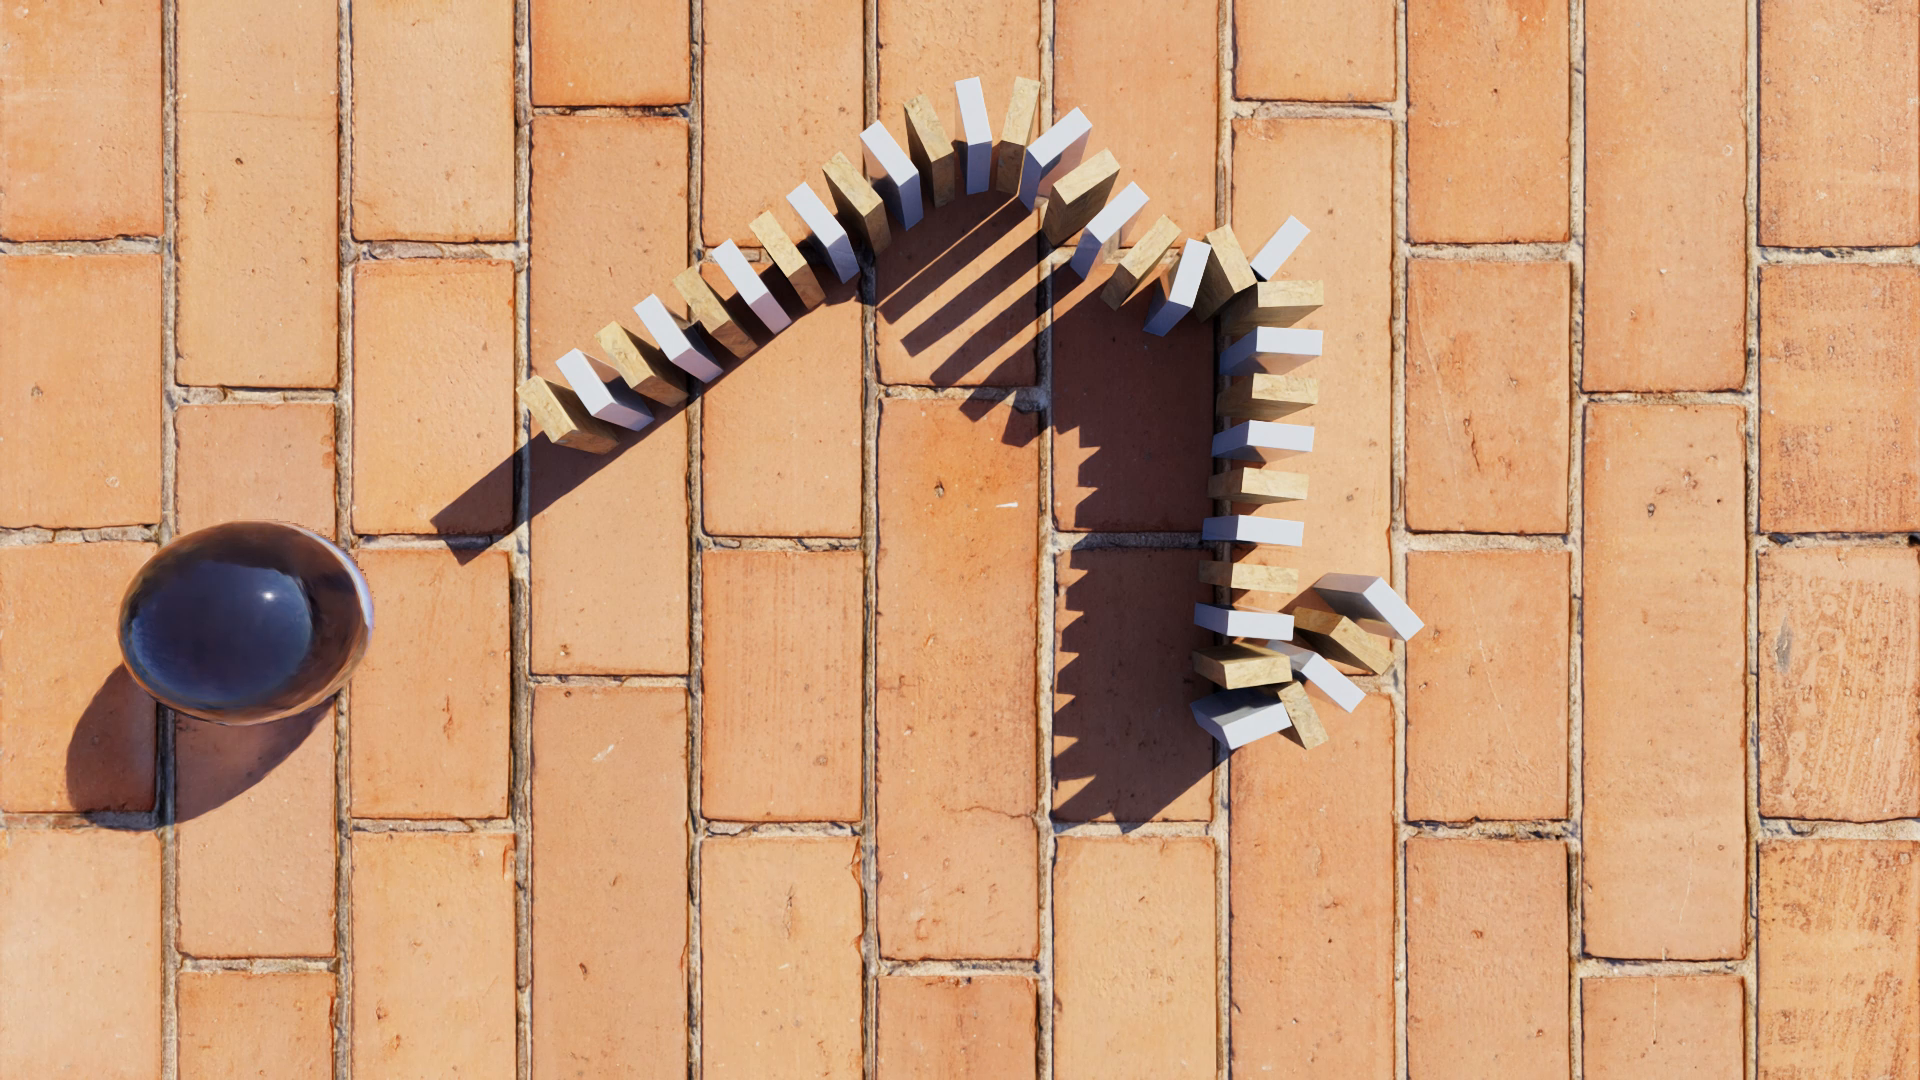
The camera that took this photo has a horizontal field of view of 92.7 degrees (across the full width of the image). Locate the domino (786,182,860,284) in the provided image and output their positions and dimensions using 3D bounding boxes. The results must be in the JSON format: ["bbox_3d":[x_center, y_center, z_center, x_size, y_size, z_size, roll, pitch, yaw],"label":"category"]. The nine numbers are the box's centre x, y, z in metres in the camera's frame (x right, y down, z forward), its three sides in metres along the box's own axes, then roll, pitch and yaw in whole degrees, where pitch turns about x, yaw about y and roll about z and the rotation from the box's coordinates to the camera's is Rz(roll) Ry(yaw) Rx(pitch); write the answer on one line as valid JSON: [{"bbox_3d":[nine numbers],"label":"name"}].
[{"bbox_3d":[-0.055,-0.124,0.375,0.009,0.050,0.025,-39,90,0],"label":"domino"}]

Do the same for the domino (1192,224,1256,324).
[{"bbox_3d":[0.104,-0.108,0.375,0.009,0.050,0.025,-26,90,0],"label":"domino"}]

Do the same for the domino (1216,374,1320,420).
[{"bbox_3d":[0.124,-0.058,0.375,0.025,0.050,0.009,5,90,0],"label":"domino"}]

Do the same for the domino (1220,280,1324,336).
[{"bbox_3d":[0.126,-0.094,0.375,0.025,0.050,0.010,-2,90,0],"label":"domino"}]

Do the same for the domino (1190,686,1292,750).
[{"bbox_3d":[0.113,0.071,0.375,0.025,0.050,0.009,-22,90,0],"label":"domino"}]

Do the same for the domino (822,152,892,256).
[{"bbox_3d":[-0.041,-0.136,0.375,0.010,0.050,0.025,-41,90,0],"label":"domino"}]

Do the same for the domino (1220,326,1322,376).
[{"bbox_3d":[0.126,-0.076,0.375,0.025,0.050,0.010,4,90,0],"label":"domino"}]

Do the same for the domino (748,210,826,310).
[{"bbox_3d":[-0.070,-0.113,0.375,0.009,0.050,0.025,-37,90,0],"label":"domino"}]

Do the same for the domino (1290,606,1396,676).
[{"bbox_3d":[0.154,0.040,0.375,0.025,0.050,0.010,38,90,0],"label":"domino"}]

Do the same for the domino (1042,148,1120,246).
[{"bbox_3d":[0.049,-0.139,0.375,0.025,0.050,0.010,-34,90,0],"label":"domino"}]

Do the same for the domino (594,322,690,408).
[{"bbox_3d":[-0.129,-0.071,0.375,0.009,0.050,0.025,-35,90,0],"label":"domino"}]

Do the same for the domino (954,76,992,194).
[{"bbox_3d":[0.005,-0.164,0.375,0.009,0.050,0.025,-12,90,0],"label":"domino"}]

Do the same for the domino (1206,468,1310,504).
[{"bbox_3d":[0.121,-0.022,0.375,0.025,0.050,0.010,6,90,0],"label":"domino"}]

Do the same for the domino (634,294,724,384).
[{"bbox_3d":[-0.114,-0.081,0.375,0.009,0.050,0.025,-35,90,0],"label":"domino"}]

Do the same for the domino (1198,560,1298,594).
[{"bbox_3d":[0.117,0.015,0.375,0.025,0.050,0.010,6,90,0],"label":"domino"}]

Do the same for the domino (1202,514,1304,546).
[{"bbox_3d":[0.118,-0.003,0.375,0.025,0.050,0.009,6,90,0],"label":"domino"}]

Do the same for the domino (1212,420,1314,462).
[{"bbox_3d":[0.123,-0.040,0.375,0.025,0.050,0.009,6,90,0],"label":"domino"}]

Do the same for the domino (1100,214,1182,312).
[{"bbox_3d":[0.073,-0.112,0.375,0.009,0.050,0.025,43,90,0],"label":"domino"}]

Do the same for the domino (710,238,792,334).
[{"bbox_3d":[-0.084,-0.102,0.375,0.009,0.050,0.025,-36,90,0],"label":"domino"}]

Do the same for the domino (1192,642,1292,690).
[{"bbox_3d":[0.114,0.051,0.375,0.025,0.050,0.010,-8,90,0],"label":"domino"}]

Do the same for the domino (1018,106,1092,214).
[{"bbox_3d":[0.038,-0.154,0.375,0.025,0.050,0.009,-40,90,0],"label":"domino"}]

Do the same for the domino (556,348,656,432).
[{"bbox_3d":[-0.144,-0.060,0.375,0.010,0.050,0.025,-35,90,0],"label":"domino"}]

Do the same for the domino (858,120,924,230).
[{"bbox_3d":[-0.027,-0.148,0.375,0.009,0.050,0.025,-38,90,0],"label":"domino"}]

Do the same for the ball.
[{"bbox_3d":[-0.277,0.032,0.360,0.080,0.080,0.080,0,90,0],"label":"ball"}]

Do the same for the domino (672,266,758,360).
[{"bbox_3d":[-0.099,-0.092,0.375,0.009,0.050,0.025,-36,90,0],"label":"domino"}]

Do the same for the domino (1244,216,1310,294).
[{"bbox_3d":[0.122,-0.112,0.375,0.009,0.050,0.025,40,90,0],"label":"domino"}]

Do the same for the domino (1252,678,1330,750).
[{"bbox_3d":[0.131,0.067,0.375,0.010,0.050,0.025,-27,90,0],"label":"domino"}]

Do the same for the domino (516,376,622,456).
[{"bbox_3d":[-0.159,-0.050,0.375,0.010,0.050,0.025,-35,90,0],"label":"domino"}]

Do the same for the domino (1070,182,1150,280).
[{"bbox_3d":[0.060,-0.125,0.375,0.025,0.050,0.010,-44,90,0],"label":"domino"}]

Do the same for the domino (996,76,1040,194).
[{"bbox_3d":[0.023,-0.164,0.375,0.009,0.050,0.025,14,90,0],"label":"domino"}]

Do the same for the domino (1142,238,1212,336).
[{"bbox_3d":[0.088,-0.102,0.375,0.010,0.050,0.025,17,90,0],"label":"domino"}]

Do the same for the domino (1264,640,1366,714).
[{"bbox_3d":[0.143,0.055,0.375,0.025,0.050,0.010,40,90,0],"label":"domino"}]

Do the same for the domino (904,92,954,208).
[{"bbox_3d":[-0.012,-0.158,0.375,0.009,0.050,0.025,-26,90,0],"label":"domino"}]

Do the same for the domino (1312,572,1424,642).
[{"bbox_3d":[0.166,0.026,0.375,0.009,0.050,0.025,-43,90,0],"label":"domino"}]

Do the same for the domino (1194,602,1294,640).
[{"bbox_3d":[0.115,0.033,0.375,0.025,0.050,0.009,5,90,0],"label":"domino"}]
